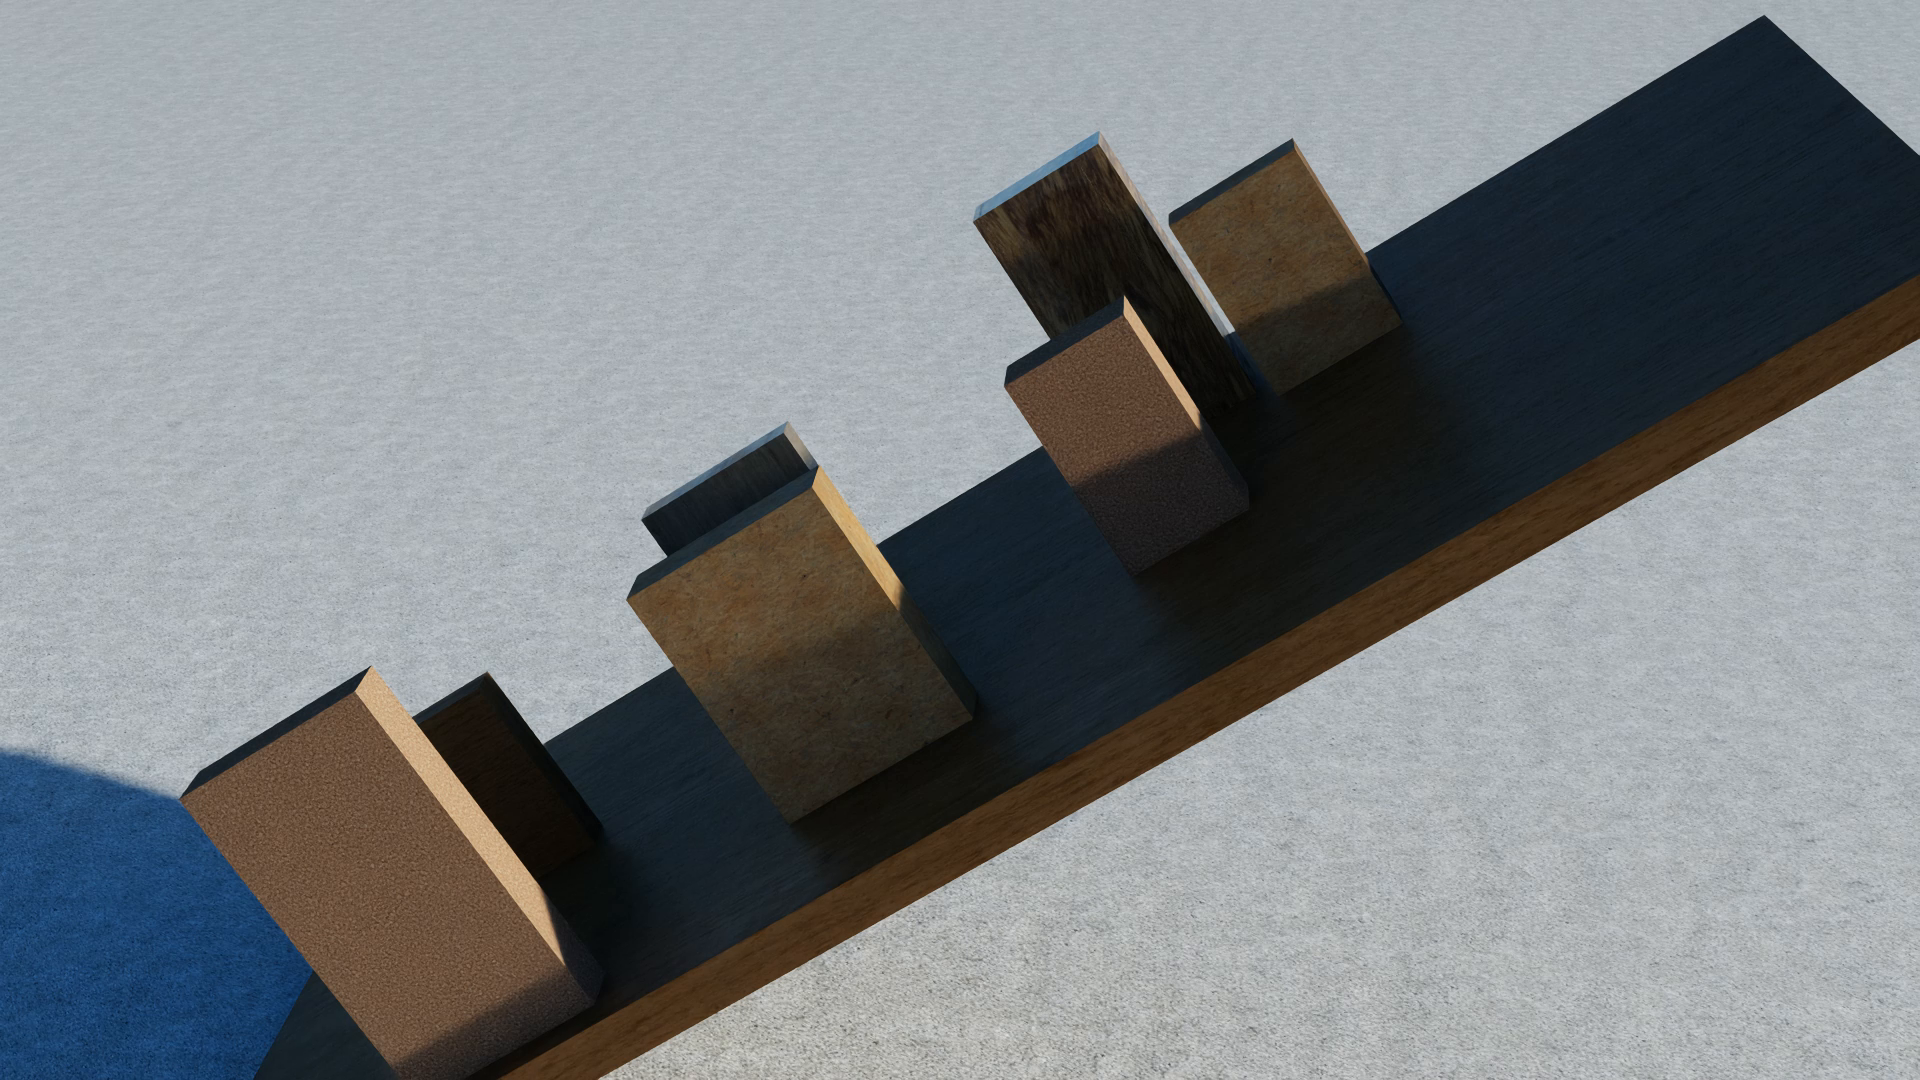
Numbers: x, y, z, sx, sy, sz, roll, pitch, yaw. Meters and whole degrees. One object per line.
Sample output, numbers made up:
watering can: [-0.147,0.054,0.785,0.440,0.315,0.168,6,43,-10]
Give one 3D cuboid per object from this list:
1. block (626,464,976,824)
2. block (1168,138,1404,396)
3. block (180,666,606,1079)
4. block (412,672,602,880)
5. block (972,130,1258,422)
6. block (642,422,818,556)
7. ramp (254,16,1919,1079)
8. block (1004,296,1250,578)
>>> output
block: [-0.309,0.211,5.825,0.441,0.567,0.136,-31,15,14]
block: [0.705,-0.589,6.377,0.314,0.452,0.111,-31,15,14]
block: [-1.085,0.670,5.660,0.423,0.768,0.126,-31,15,14]
block: [-1.096,0.583,6.582,0.400,0.443,0.097,-31,15,14]
block: [0.349,-0.537,6.557,0.326,0.664,0.134,-31,15,14]
block: [-0.475,0.001,7.112,0.417,0.420,0.090,-31,15,14]
ramp: [0.140,0.170,6.295,4.000,0.100,2.000,-31,15,14]
block: [0.338,-0.208,5.928,0.280,0.476,0.141,-31,15,14]
